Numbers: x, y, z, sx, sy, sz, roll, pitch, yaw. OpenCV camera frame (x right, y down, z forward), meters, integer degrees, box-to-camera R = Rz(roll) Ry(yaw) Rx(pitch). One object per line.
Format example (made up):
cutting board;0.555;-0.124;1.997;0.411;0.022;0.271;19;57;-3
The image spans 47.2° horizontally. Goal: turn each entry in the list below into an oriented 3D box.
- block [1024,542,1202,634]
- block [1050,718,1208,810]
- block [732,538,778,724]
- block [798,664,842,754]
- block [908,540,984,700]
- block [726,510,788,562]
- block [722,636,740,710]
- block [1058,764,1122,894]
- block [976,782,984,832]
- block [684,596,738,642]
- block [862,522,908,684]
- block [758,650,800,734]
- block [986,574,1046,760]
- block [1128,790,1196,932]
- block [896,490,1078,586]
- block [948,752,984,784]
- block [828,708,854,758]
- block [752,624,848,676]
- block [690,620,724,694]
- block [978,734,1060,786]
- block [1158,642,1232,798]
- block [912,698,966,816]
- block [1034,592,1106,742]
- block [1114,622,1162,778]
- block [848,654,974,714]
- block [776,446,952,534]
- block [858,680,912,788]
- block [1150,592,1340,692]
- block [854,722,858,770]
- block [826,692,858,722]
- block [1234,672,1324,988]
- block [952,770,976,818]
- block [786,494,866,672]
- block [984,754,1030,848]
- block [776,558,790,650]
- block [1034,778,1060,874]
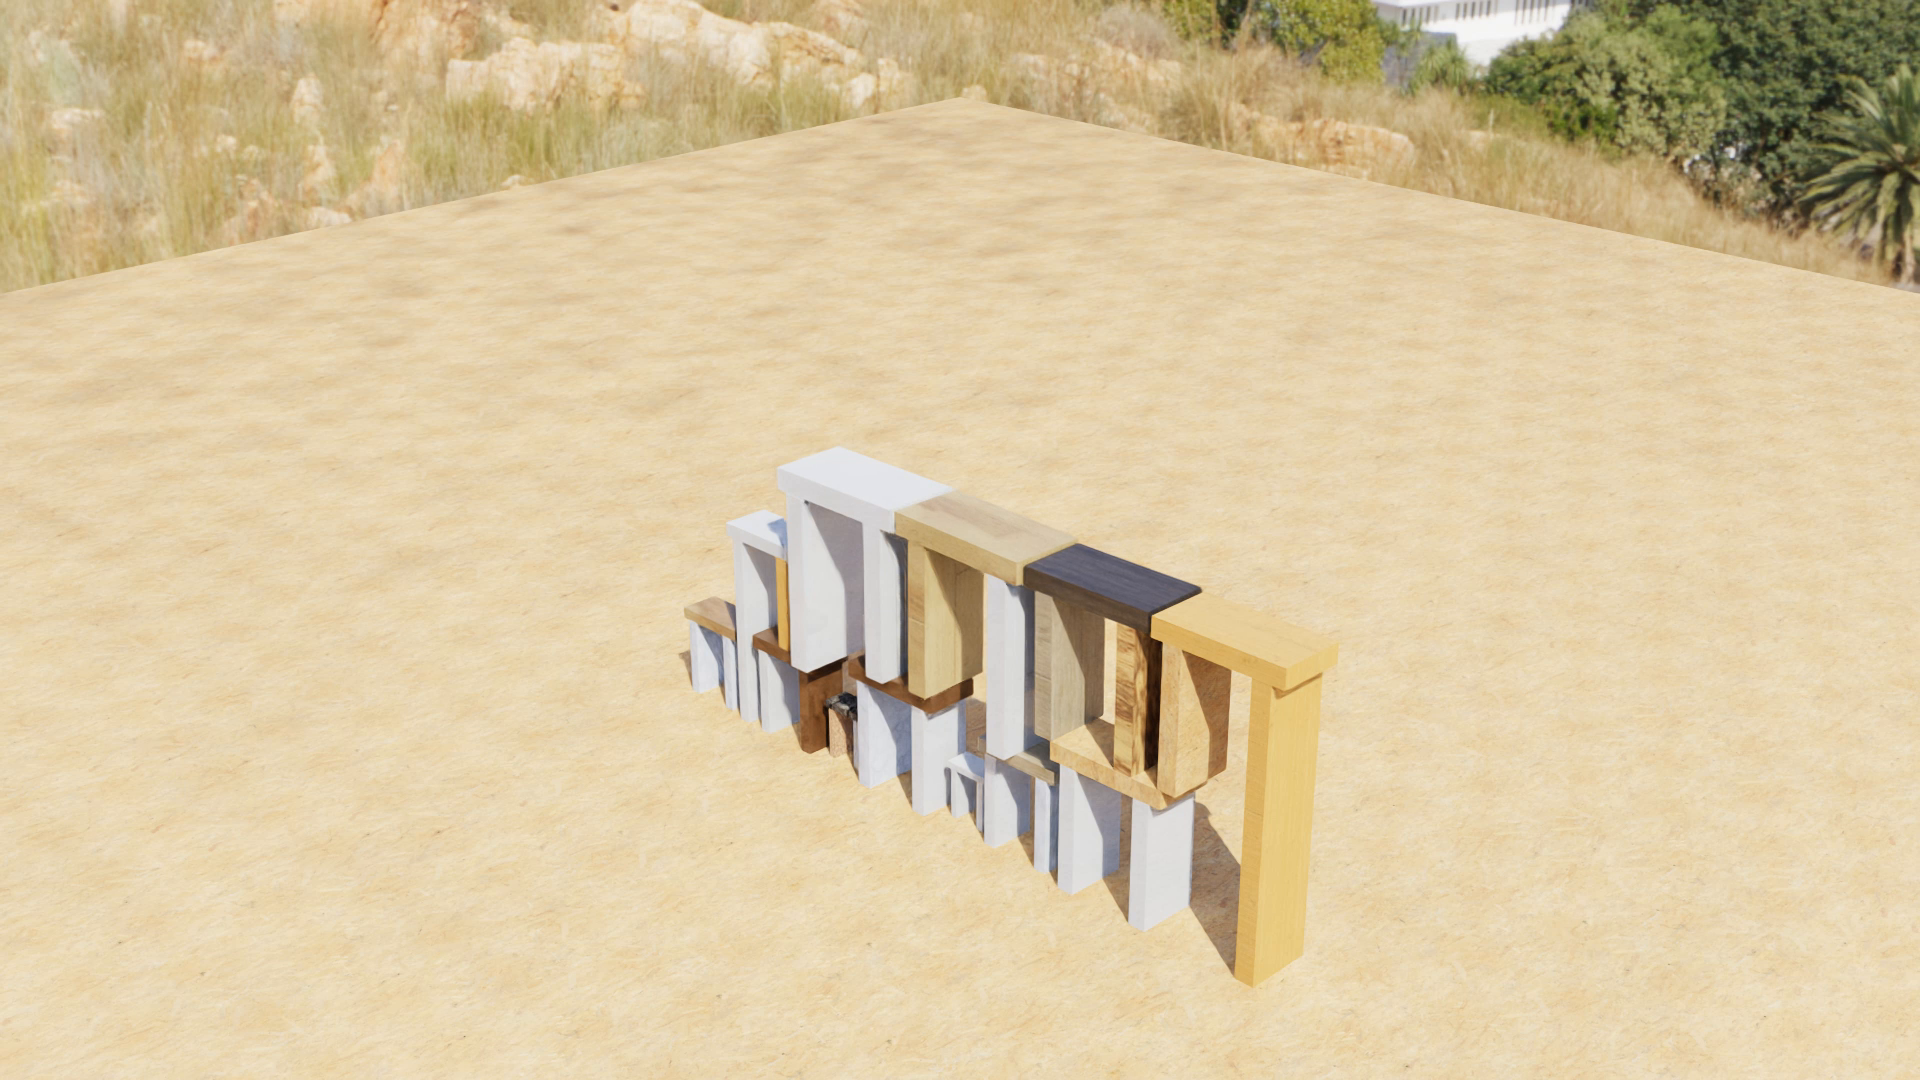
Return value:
block;0.274;0.085;3.971;0.294;0.042;0.147;21;31;41
block;0.310;0.411;4.058;0.268;0.038;0.134;21;31;41
block;-0.435;0.184;4.774;0.030;0.432;0.104;21;31;41
block;-0.295;0.350;4.686;0.028;0.195;0.098;21;31;41
block;-0.027;0.131;4.322;0.047;0.329;0.165;21;31;40
block;-0.386;-0.009;4.639;0.104;0.030;0.209;-21;31;-40
block;-0.480;0.282;4.872;0.025;0.176;0.088;21;31;41
block;0.247;0.527;4.176;0.038;0.268;0.134;21;31;41
block;0.058;0.523;4.390;0.015;0.108;0.054;21;31;41
block;-0.522;0.173;4.871;0.175;0.025;0.088;21;31;41
block;-0.113;0.103;4.385;0.047;0.335;0.167;21;31;40
block;-0.387;0.314;4.772;0.028;0.195;0.098;21;31;41
block;0.126;0.219;4.179;0.165;0.373;0.047;-21;31;-41
block;0.373;0.576;4.059;0.134;0.268;0.038;-21;31;-41
block;0.049;-0.008;4.170;0.165;0.047;0.329;-21;31;-39
block;0.032;0.456;4.389;0.108;0.015;0.054;21;31;41
block;-0.251;0.401;4.670;0.016;0.113;0.057;21;31;41
block;-0.341;0.229;4.685;0.195;0.028;0.098;21;31;40
block;-0.563;0.249;4.949;0.025;0.175;0.088;21;31;41
block;0.142;0.410;4.243;0.202;0.029;0.101;21;31;41
block;0.418;0.297;3.903;0.041;0.292;0.146;21;31;40
block;-0.042;0.427;4.448;0.034;0.239;0.120;21;31;40
block;0.205;0.213;4.099;0.147;0.294;0.042;-21;30;-41
block;0.345;0.267;3.971;0.042;0.294;0.147;21;31;41
block;-0.100;0.278;4.444;0.239;0.034;0.120;21;31;40
block;-0.192;-0.103;4.382;0.167;0.047;0.335;-21;30;-40
block;-0.155;0.383;4.552;0.034;0.239;0.120;21;31;41
block;0.487;0.171;3.775;0.146;0.041;0.292;-21;31;-40
block;-0.197;0.422;4.621;0.016;0.113;0.057;21;31;41
block;-0.224;0.352;4.620;0.113;0.016;0.057;21;31;41
block;0.555;0.492;3.837;0.041;0.598;0.146;21;31;41
block;0.007;0.503;4.437;0.015;0.108;0.054;21;31;41
block;-0.274;0.068;4.537;0.167;0.385;0.047;-22;31;-40
block;0.094;0.497;4.331;0.101;0.202;0.029;-21;31;-41
block;-0.336;0.120;4.640;0.030;0.209;0.104;21;31;40
block;0.189;0.534;4.244;0.029;0.202;0.101;21;31;41
